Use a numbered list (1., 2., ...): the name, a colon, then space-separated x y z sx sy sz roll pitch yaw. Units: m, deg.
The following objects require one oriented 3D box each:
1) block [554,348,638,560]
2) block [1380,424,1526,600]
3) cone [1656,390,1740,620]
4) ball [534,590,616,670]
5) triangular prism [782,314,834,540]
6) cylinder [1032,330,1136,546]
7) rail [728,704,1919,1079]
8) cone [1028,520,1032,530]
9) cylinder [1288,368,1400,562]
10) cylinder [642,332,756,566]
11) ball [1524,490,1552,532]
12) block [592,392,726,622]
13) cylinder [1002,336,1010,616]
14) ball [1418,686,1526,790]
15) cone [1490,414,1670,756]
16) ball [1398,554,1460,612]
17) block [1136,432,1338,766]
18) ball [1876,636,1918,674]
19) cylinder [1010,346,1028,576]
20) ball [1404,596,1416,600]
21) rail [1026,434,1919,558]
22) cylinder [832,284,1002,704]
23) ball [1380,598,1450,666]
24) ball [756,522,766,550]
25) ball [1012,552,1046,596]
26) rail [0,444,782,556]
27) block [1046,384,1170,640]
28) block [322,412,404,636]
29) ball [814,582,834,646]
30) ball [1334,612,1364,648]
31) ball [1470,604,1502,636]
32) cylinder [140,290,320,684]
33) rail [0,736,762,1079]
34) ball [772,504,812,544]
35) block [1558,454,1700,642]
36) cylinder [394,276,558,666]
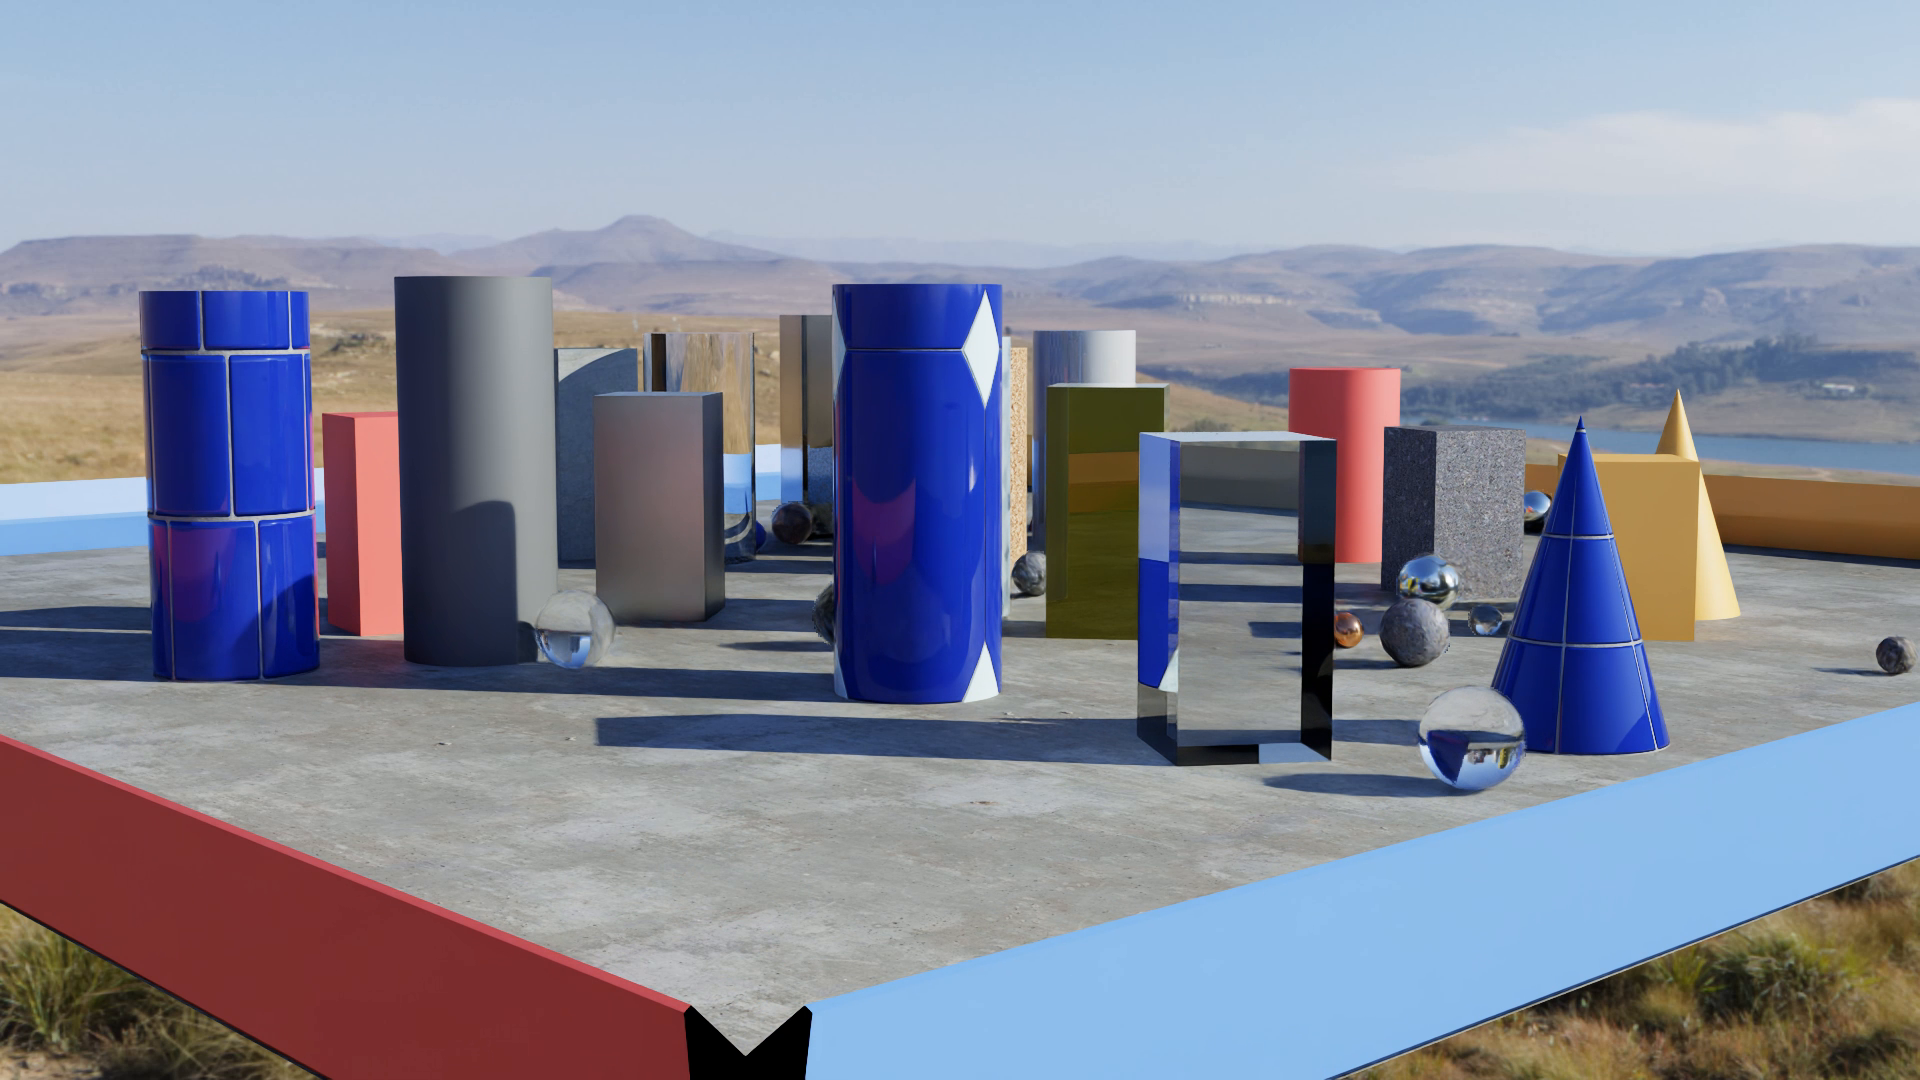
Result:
1. block: -0.695 -0.161 4.013 0.158 0.376 0.158 -5 7 -37
2. block: 0.775 -0.046 3.461 0.158 0.261 0.158 -2 6 -19
3. cone: 1.056 -0.059 3.252 0.197 0.331 0.197 0 6 0
4. ball: -0.479 0.111 2.737 0.099 0.099 0.099 0 6 0
5. triangular prism: -0.301 -0.228 4.367 0.148 0.435 0.171 5 8 40
6. cylinder: 0.237 -0.198 4.218 0.197 0.406 0.197 0 6 0
7. rail: 1.118 0.159 2.126 3.356 0.128 0.045 -5 8 -42
8. cone: 0.238 -0.199 4.465 0.197 0.356 0.197 0 6 0
9. cylinder: 0.692 -0.139 3.970 0.197 0.340 0.197 0 6 0
10. cylinder: -0.464 -0.166 3.921 0.197 0.405 0.197 0 6 0
11. ball: 1.156 -0.057 4.419 0.084 0.084 0.084 0 6 0
12. block: -0.438 -0.052 3.220 0.158 0.324 0.158 0 6 4
13. cylinder: -0.024 -0.095 3.233 0.197 0.406 0.197 0 6 0
14. ball: 0.476 0.184 2.046 0.098 0.098 0.098 0 6 0
15. cone: 0.639 0.039 2.282 0.197 0.338 0.197 0 6 0
16. ball: 0.686 0.066 3.220 0.089 0.089 0.089 0 6 0
17. block: 0.277 0.054 2.227 0.158 0.319 0.158 -1 6 -10
18. ball: 1.151 0.141 2.702 0.047 0.047 0.047 0 6 0
19. cylinder: 0.016 -0.138 3.758 0.197 0.382 0.197 0 6 0
20. ball: 0.633 0.102 3.078 0.046 0.046 0.046 0 6 0
21. rail: 1.216 -0.083 4.448 0.045 0.128 3.346 -5 8 -42
22. cylinder: -0.049 -0.059 2.563 0.197 0.474 0.197 0 6 0
23. ball: 0.570 0.116 2.760 0.086 0.086 0.086 0 6 0
24. ball: -0.388 -0.008 4.068 0.059 0.059 0.059 0 6 0
25. ball: 0.116 0.053 3.435 0.069 0.069 0.069 0 6 0
26. rail: -1.118 -0.093 4.537 3.356 0.128 0.045 -5 8 -42
27. block: 0.206 -0.043 3.045 0.158 0.342 0.158 1 6 8
28. block: -0.795 -0.028 3.105 0.158 0.300 0.158 -4 7 -32
29. ball: -0.145 0.097 2.899 0.093 0.093 0.093 0 6 0
30. ball: 0.510 0.120 2.907 0.047 0.047 0.047 0 6 0
31. ball: 0.723 0.110 3.022 0.043 0.043 0.043 0 6 0
32. cylinder: -0.897 -0.071 2.706 0.197 0.467 0.197 0 6 0
33. rail: -1.216 0.150 2.216 0.045 0.128 3.346 -5 8 -42
34. ball: -0.320 -0.031 4.196 0.078 0.078 0.078 0 6 0
35. block: 0.919 0.007 3.043 0.158 0.242 0.158 0 6 5
36. cylinder: -0.620 -0.093 2.829 0.197 0.486 0.197 0 6 0
